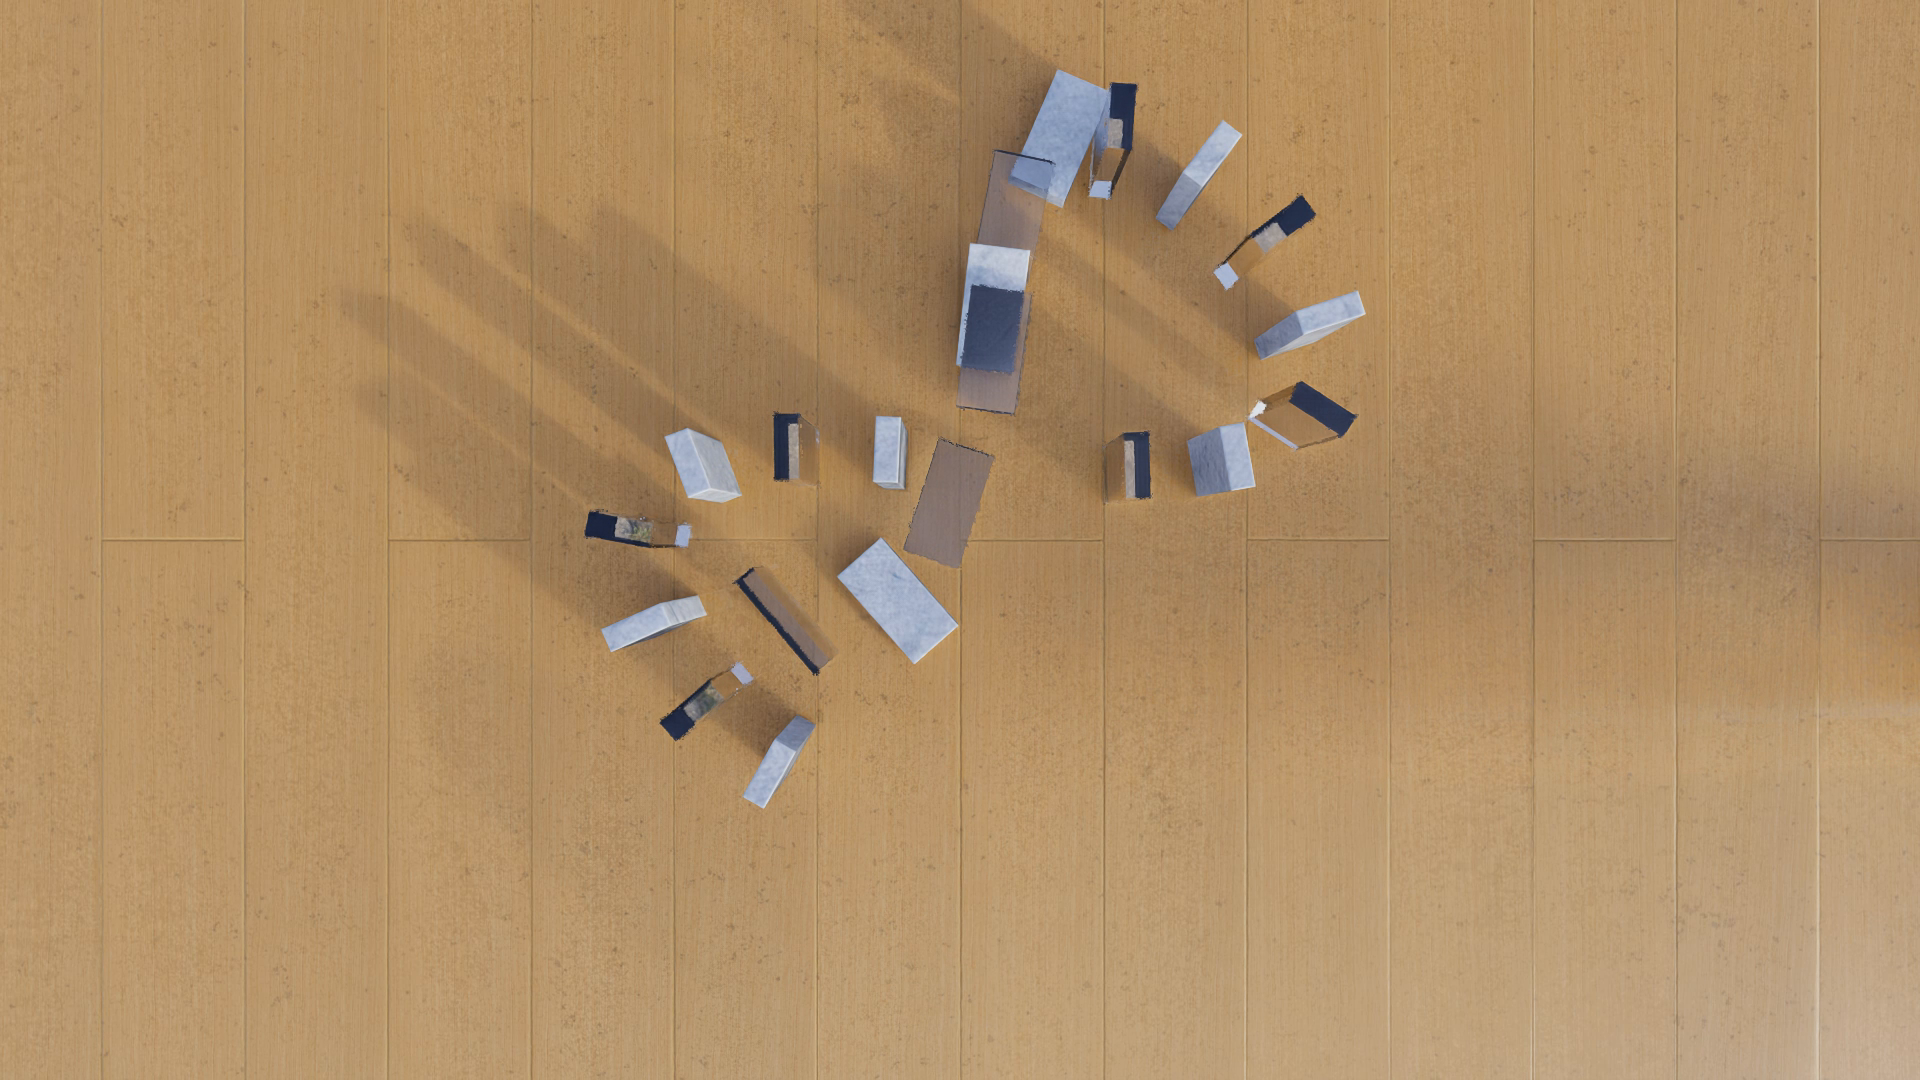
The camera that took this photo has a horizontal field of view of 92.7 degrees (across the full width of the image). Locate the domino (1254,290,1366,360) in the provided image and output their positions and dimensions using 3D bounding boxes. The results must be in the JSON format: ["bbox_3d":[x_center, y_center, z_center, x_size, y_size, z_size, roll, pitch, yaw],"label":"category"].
[{"bbox_3d":[0.142,-0.087,0.375,0.025,0.050,0.009,-19,90,0],"label":"domino"}]

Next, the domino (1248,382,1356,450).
[{"bbox_3d":[0.139,-0.050,0.375,0.025,0.050,0.009,33,90,0],"label":"domino"}]

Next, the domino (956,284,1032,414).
[{"bbox_3d":[0.014,-0.080,0.384,0.025,0.009,0.050,8,105,0],"label":"domino"}]

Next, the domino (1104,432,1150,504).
[{"bbox_3d":[0.068,-0.029,0.375,0.009,0.050,0.025,-2,90,0],"label":"domino"}]

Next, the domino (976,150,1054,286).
[{"bbox_3d":[0.022,-0.136,0.389,0.025,0.010,0.050,12,104,0],"label":"domino"}]

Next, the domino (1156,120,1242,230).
[{"bbox_3d":[0.096,-0.148,0.375,0.010,0.050,0.025,37,90,0],"label":"domino"}]

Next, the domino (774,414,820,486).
[{"bbox_3d":[-0.066,-0.036,0.375,0.009,0.050,0.025,-1,90,0],"label":"domino"}]

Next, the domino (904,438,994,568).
[{"bbox_3d":[-0.005,-0.016,0.395,0.025,0.010,0.050,18,90,0],"label":"domino"}]

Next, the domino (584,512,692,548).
[{"bbox_3d":[-0.130,-0.004,0.375,0.025,0.050,0.009,11,90,0],"label":"domino"}]

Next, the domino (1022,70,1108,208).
[{"bbox_3d":[0.043,-0.173,0.395,0.025,0.009,0.050,23,90,0],"label":"domino"}]

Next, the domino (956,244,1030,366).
[{"bbox_3d":[0.014,-0.098,0.389,0.025,0.009,0.050,7,105,0],"label":"domino"}]

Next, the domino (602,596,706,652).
[{"bbox_3d":[-0.124,0.033,0.375,0.025,0.050,0.010,-24,90,0],"label":"domino"}]

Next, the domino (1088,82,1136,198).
[{"bbox_3d":[0.062,-0.162,0.375,0.009,0.050,0.025,4,90,0],"label":"domino"}]

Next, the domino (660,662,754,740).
[{"bbox_3d":[-0.102,0.065,0.375,0.025,0.050,0.010,-41,90,0],"label":"domino"}]

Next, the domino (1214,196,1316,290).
[{"bbox_3d":[0.124,-0.121,0.375,0.025,0.050,0.010,-37,90,0],"label":"domino"}]

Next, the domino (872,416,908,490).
[{"bbox_3d":[-0.028,-0.035,0.375,0.009,0.050,0.025,3,90,0],"label":"domino"}]

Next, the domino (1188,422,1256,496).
[{"bbox_3d":[0.106,-0.032,0.375,0.009,0.050,0.025,-10,90,0],"label":"domino"}]

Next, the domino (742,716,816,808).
[{"bbox_3d":[-0.073,0.089,0.375,0.009,0.050,0.025,29,90,0],"label":"domino"}]

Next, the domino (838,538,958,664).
[{"bbox_3d":[-0.027,0.026,0.395,0.025,0.009,0.050,-41,90,0],"label":"domino"}]

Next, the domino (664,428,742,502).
[{"bbox_3d":[-0.104,-0.030,0.375,0.010,0.050,0.025,-21,90,0],"label":"domino"}]

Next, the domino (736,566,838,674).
[{"bbox_3d":[-0.073,0.033,0.388,0.009,0.025,0.050,-40,90,0],"label":"domino"}]
